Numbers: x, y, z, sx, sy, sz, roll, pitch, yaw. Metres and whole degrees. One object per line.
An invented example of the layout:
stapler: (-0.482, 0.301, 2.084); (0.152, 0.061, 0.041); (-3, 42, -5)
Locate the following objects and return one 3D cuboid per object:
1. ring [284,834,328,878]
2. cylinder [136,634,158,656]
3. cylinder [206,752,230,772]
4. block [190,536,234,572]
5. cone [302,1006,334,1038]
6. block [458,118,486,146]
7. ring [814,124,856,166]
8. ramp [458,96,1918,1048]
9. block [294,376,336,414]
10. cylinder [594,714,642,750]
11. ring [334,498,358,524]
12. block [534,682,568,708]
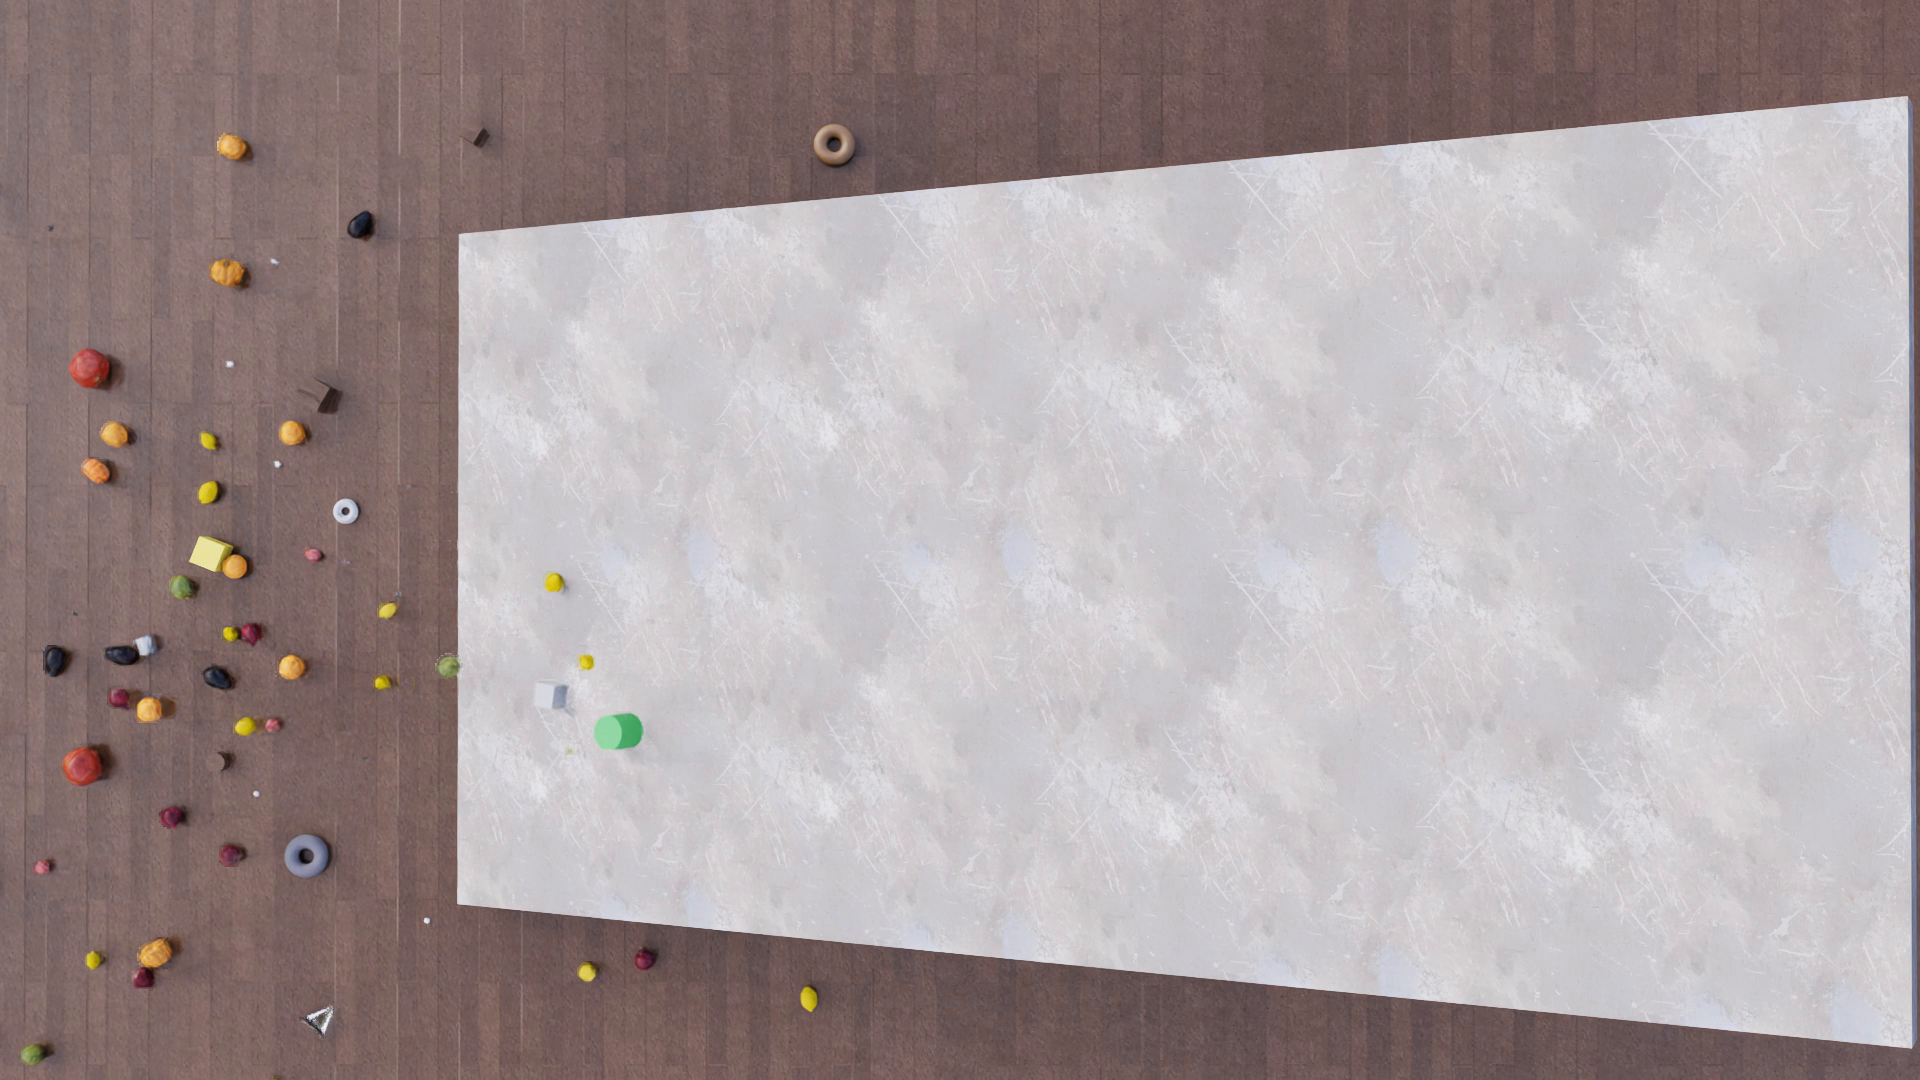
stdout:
ring: (-1.968, 0.952, 6.624); (0.133, 0.044, 0.133); (0, 90, -1)
cylinder: (-2.451, 0.318, 6.626); (0.052, 0.052, 0.052); (-16, 89, 0)
cylinder: (-2.233, 0.668, 6.620); (0.057, 0.057, 0.057); (0, 89, 0)
block: (-2.251, 0.042, 6.614); (0.081, 0.081, 0.081); (22, 89, 0)
cone: (-1.918, 1.437, 6.621); (0.089, 0.089, 0.089); (42, 63, 0)
block: (-1.473, -1.230, 6.640); (0.055, 0.055, 0.055); (31, 90, 0)
ring: (-0.379, -1.195, 6.646); (0.127, 0.042, 0.127); (0, 90, -1)
ramp: (0.273, 0.076, 5.637); (4.000, 0.100, 2.000); (0, 89, 29)
block: (-1.941, -0.439, 6.619); (0.081, 0.081, 0.081); (29, 89, 0)
cylinder: (-0.964, 0.541, 6.209); (0.098, 0.098, 0.098); (0, 89, 29)
ring: (-1.855, -0.087, 6.644); (0.077, 0.026, 0.077); (0, 90, 1)
block: (-1.179, 0.447, 6.348); (0.065, 0.065, 0.065); (9, 94, 29)
